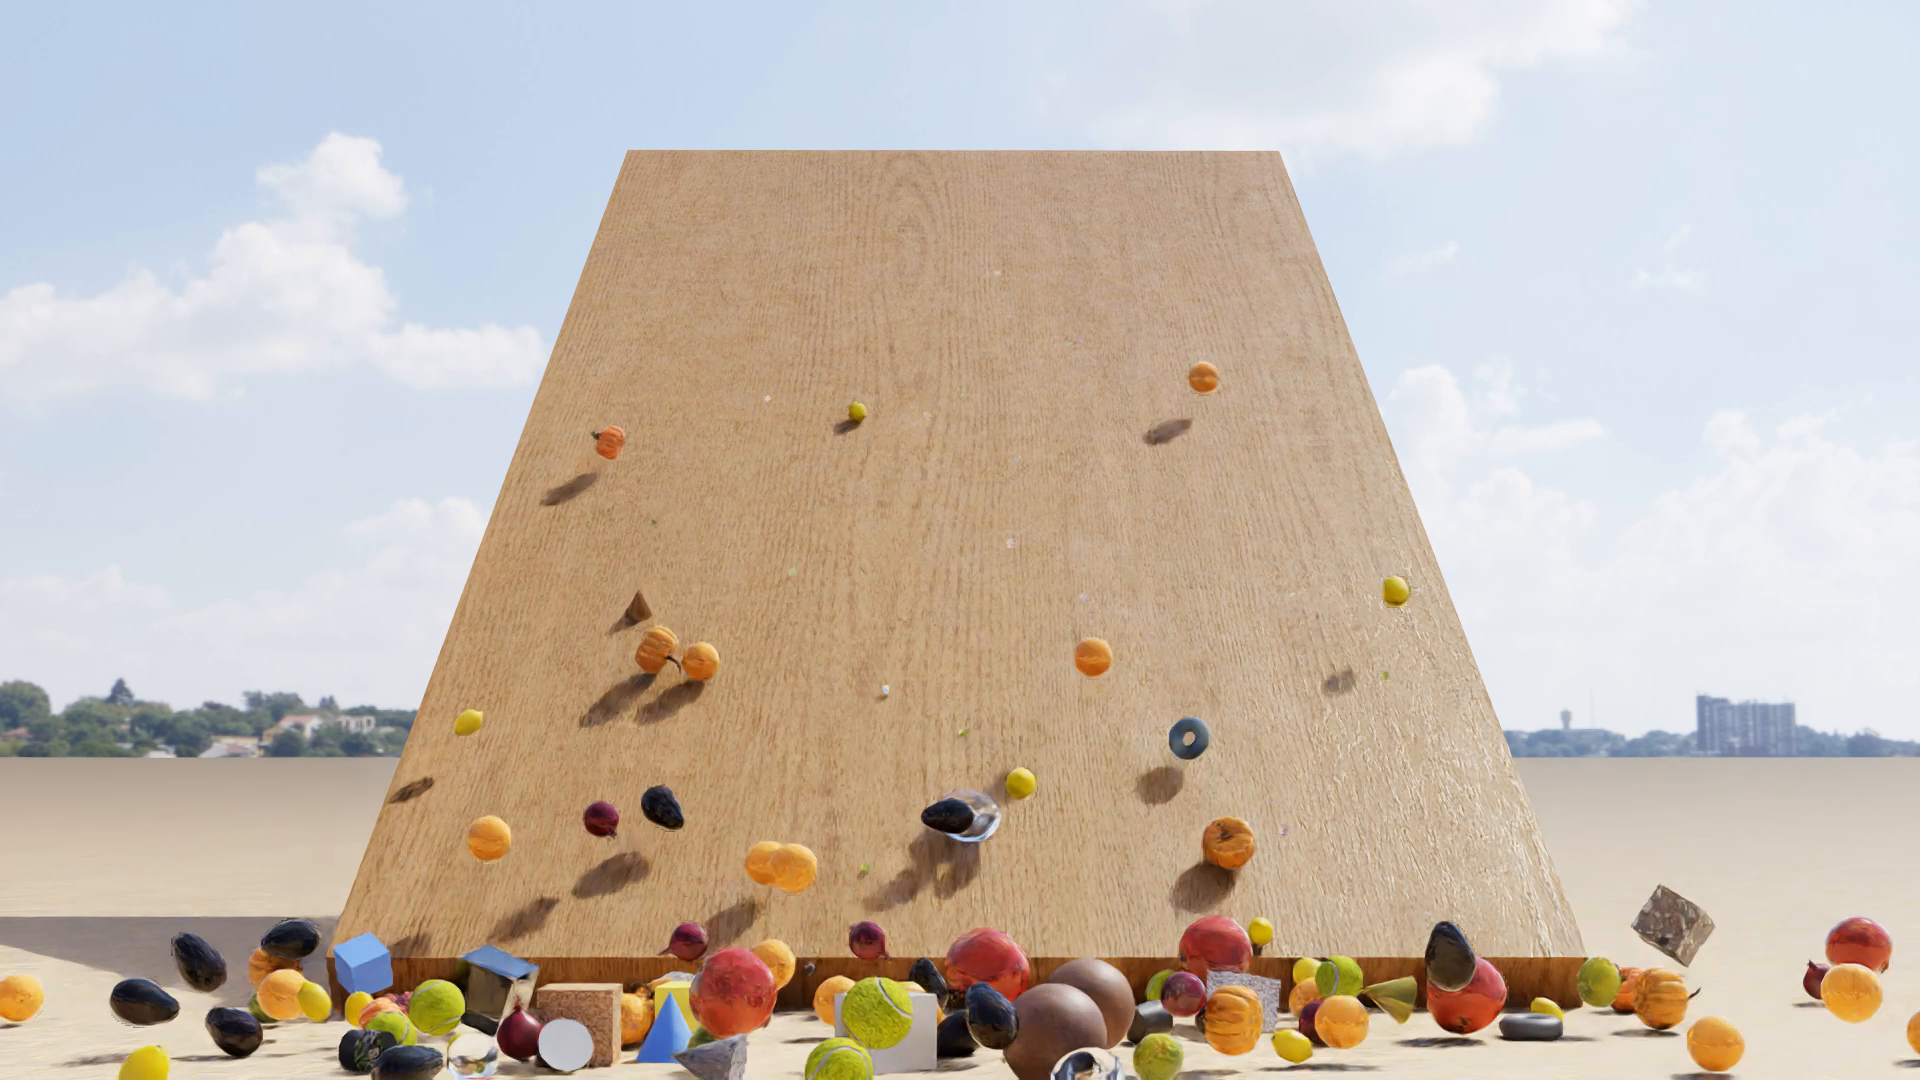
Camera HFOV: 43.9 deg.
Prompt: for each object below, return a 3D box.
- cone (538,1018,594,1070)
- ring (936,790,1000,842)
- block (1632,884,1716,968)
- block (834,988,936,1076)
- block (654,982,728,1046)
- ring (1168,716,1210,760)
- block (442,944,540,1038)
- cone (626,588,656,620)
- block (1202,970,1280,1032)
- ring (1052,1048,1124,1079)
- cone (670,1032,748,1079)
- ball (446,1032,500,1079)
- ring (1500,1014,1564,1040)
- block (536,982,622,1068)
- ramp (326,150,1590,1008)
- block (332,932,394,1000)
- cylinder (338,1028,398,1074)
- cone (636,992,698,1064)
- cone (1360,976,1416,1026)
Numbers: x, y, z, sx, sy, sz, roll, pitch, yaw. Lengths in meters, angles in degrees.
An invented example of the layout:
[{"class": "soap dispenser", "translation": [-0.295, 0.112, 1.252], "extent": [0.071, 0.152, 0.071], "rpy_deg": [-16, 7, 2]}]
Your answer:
[{"class": "cone", "translation": [-0.517, 0.665, 3.067], "extent": [0.072, 0.072, 0.072], "rpy_deg": [2, -36, -24]}, {"class": "ring", "translation": [0.013, 0.472, 4.078], "extent": [0.113, 0.038, 0.113], "rpy_deg": [6, 37, -4]}, {"class": "block", "translation": [1.319, 0.713, 4.403], "extent": [0.096, 0.096, 0.096], "rpy_deg": [32, -7, 39]}, {"class": "block", "translation": [-0.097, 0.637, 3.088], "extent": [0.095, 0.095, 0.095], "rpy_deg": [4, -6, -37]}, {"class": "block", "translation": [-0.377, 0.665, 3.336], "extent": [0.083, 0.083, 0.083], "rpy_deg": [-1, -5, 10]}, {"class": "ring", "translation": [0.410, 0.355, 4.258], "extent": [0.080, 0.080, 0.027], "rpy_deg": [-3, -20, 33]}, {"class": "block", "translation": [-0.681, 0.655, 3.460], "extent": [0.090, 0.090, 0.090], "rpy_deg": [20, 7, 14]}, {"class": "cone", "translation": [-0.637, 0.120, 4.731], "extent": [0.059, 0.059, 0.059], "rpy_deg": [0, 28, 0]}, {"class": "block", "translation": [0.412, 0.676, 3.489], "extent": [0.076, 0.076, 0.076], "rpy_deg": [18, -16, -41]}, {"class": "ring", "translation": [0.149, 0.627, 2.783], "extent": [0.087, 0.029, 0.087], "rpy_deg": [-8, 29, 5]}, {"class": "cone", "translation": [-0.299, 0.607, 2.770], "extent": [0.083, 0.083, 0.083], "rpy_deg": [9, -4, 9]}, {"class": "ball", "translation": [-0.566, 0.602, 2.765], "extent": [0.060, 0.060, 0.060], "rpy_deg": [0, -5, 0]}, {"class": "ring", "translation": [0.821, 0.699, 3.419], "extent": [0.091, 0.030, 0.091], "rpy_deg": [0, -4, 0]}, {"class": "block", "translation": [-0.503, 0.640, 3.147], "extent": [0.099, 0.099, 0.099], "rpy_deg": [0, -5, -1]}, {"class": "ramp", "translation": [-0.011, -0.224, 5.562], "extent": [2.000, 0.100, 4.000], "rpy_deg": [0, 28, 0]}, {"class": "block", "translation": [-0.926, 0.661, 3.694], "extent": [0.064, 0.064, 0.064], "rpy_deg": [-21, 35, -33]}, {"class": "cylinder", "translation": [-0.758, 0.655, 3.052], "extent": [0.053, 0.053, 0.053], "rpy_deg": [-3, -6, 31]}, {"class": "cone", "translation": [-0.388, 0.648, 3.183], "extent": [0.090, 0.090, 0.090], "rpy_deg": [0, -5, 0]}, {"class": "cone", "translation": [0.557, 0.598, 3.134], "extent": [0.066, 0.066, 0.066], "rpy_deg": [16, -7, -8]}]
